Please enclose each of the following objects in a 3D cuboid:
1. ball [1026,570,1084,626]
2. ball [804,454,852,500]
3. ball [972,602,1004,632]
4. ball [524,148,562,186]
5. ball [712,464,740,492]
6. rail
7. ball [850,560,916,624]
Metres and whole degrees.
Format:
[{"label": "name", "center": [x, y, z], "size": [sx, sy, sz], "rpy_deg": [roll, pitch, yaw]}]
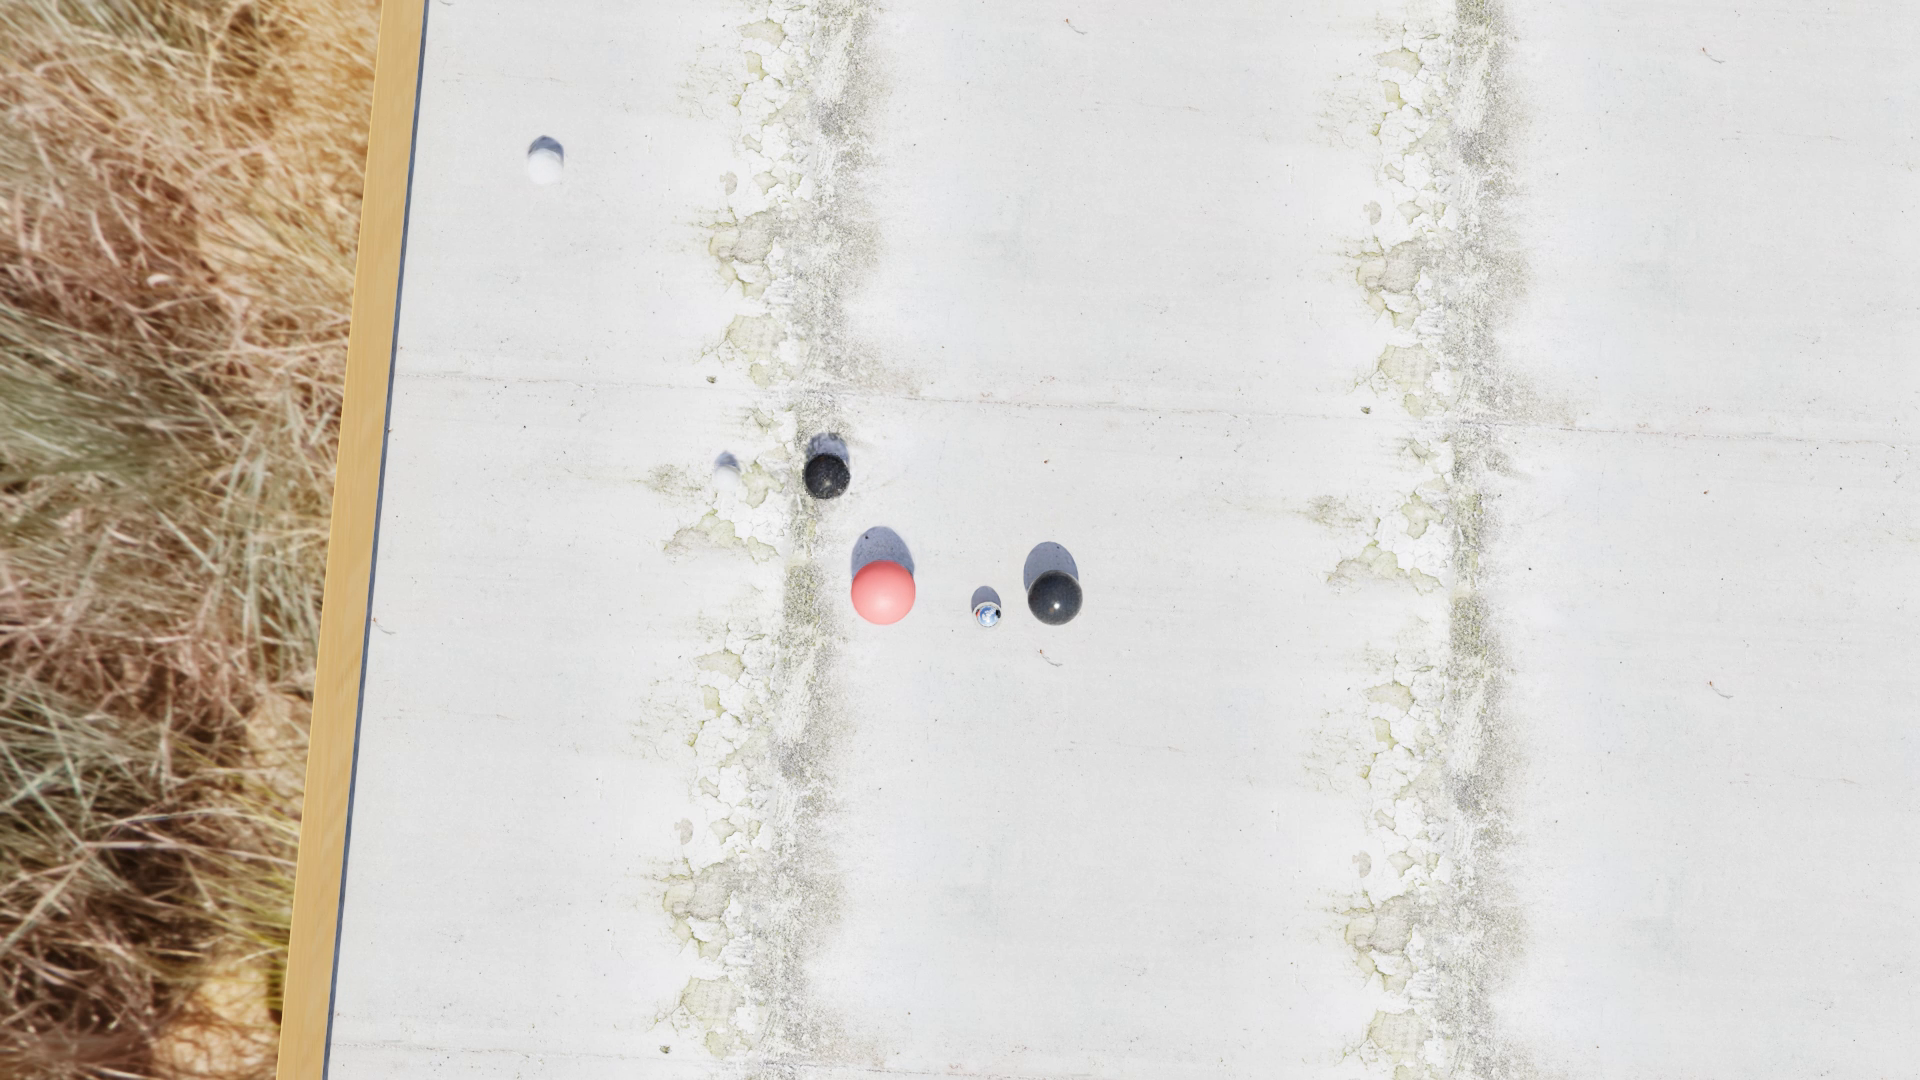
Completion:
[{"label": "ball", "center": [0.141, 0.086, 3.261], "size": [0.084, 0.084, 0.084], "rpy_deg": [0, 80, 0]}, {"label": "ball", "center": [-0.199, -0.094, 3.299], "size": [0.070, 0.070, 0.070], "rpy_deg": [0, 80, 0]}, {"label": "ball", "center": [0.041, 0.114, 3.275], "size": [0.046, 0.046, 0.046], "rpy_deg": [0, 80, 0]}, {"label": "ball", "center": [-0.641, -0.574, 3.389], "size": [0.058, 0.058, 0.058], "rpy_deg": [0, 80, 0]}, {"label": "ball", "center": [-0.351, -0.093, 3.313], "size": [0.042, 0.042, 0.042], "rpy_deg": [0, 80, 0]}, {"label": "rail", "center": [-0.889, -0.047, 3.261], "size": [0.045, 0.126, 2.084], "rpy_deg": [3, 80, 0]}, {"label": "ball", "center": [-0.113, 0.077, 3.256], "size": [0.097, 0.097, 0.097], "rpy_deg": [0, 80, 0]}]
